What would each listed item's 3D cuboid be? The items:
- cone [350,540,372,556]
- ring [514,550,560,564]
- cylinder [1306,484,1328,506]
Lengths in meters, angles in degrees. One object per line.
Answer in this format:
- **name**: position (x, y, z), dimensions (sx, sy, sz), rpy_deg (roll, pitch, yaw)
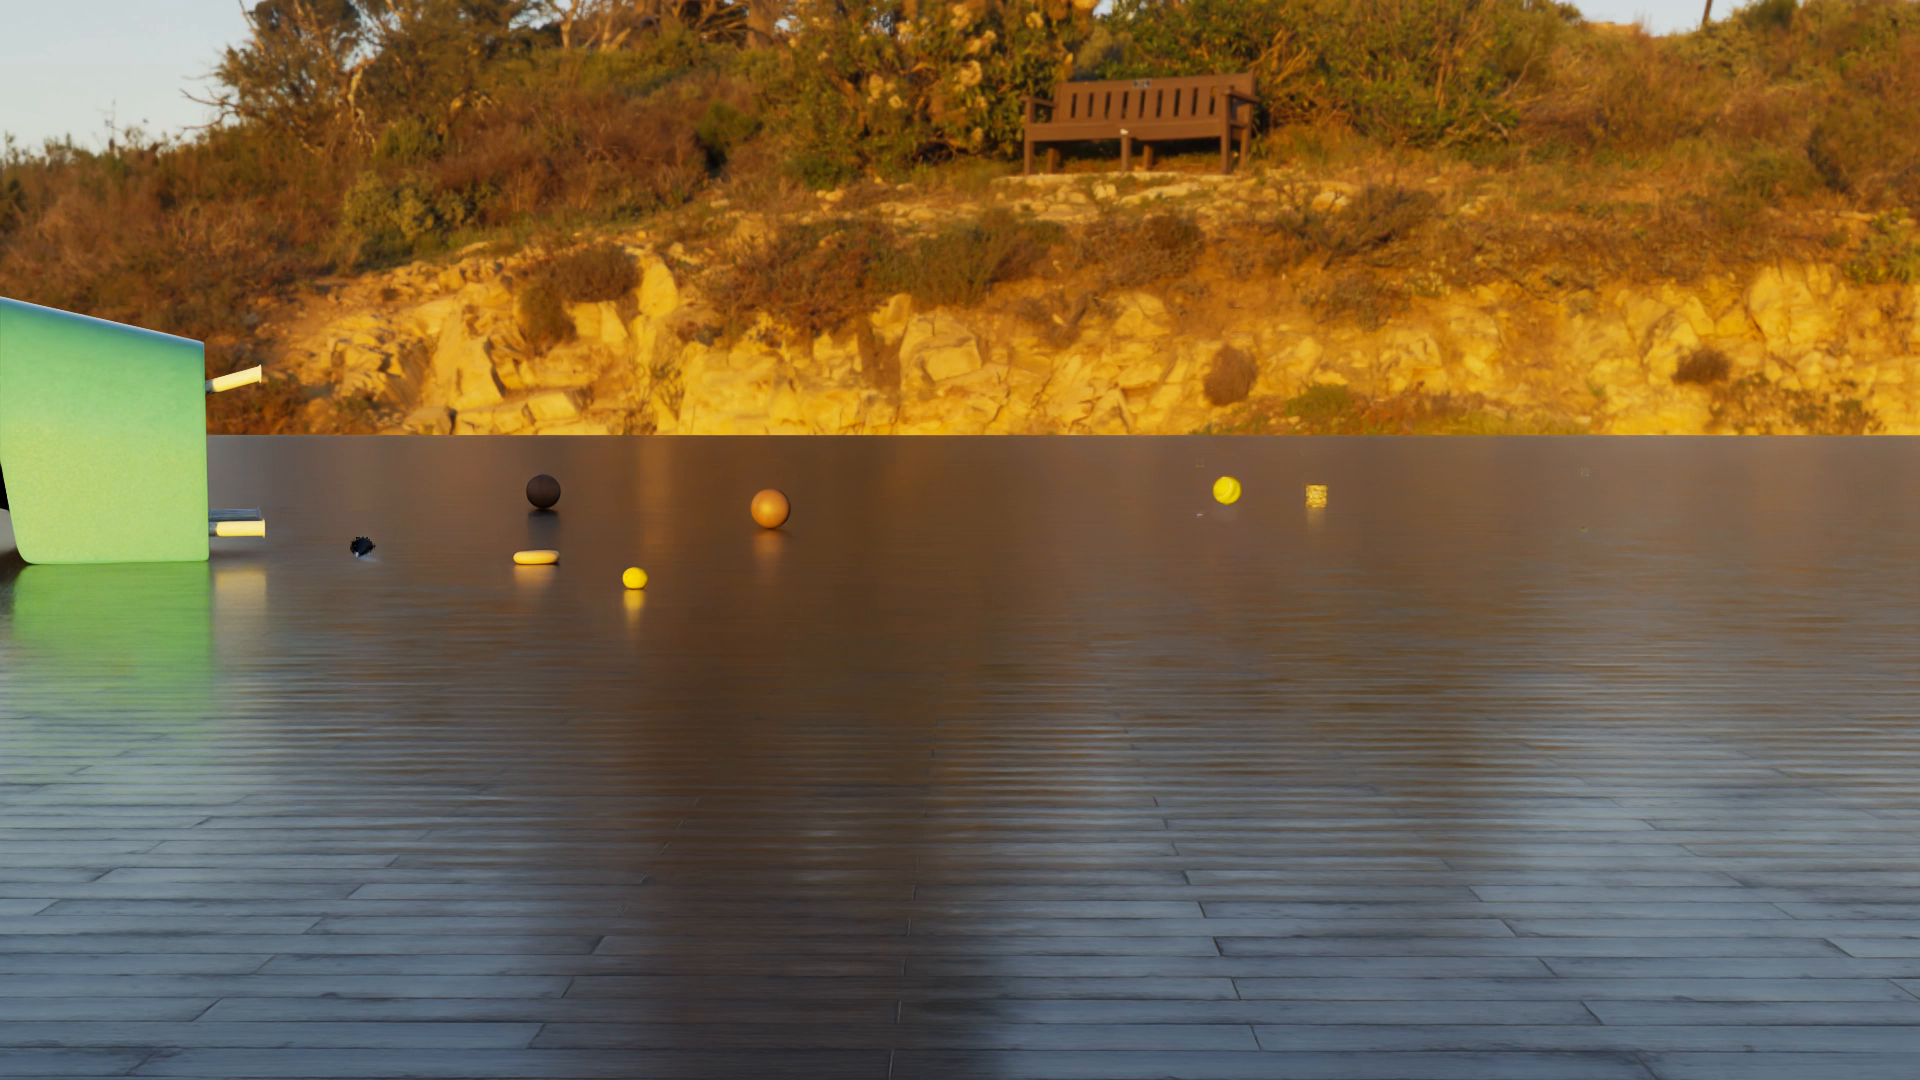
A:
- **cone**: position (-1.614, 0.032, 5.904), dimensions (0.068, 0.050, 0.047), rpy_deg (-20, 30, 16)
- **ring**: position (-1.090, 0.044, 5.670), dimensions (0.093, 0.032, 0.131), rpy_deg (2, 4, 45)
- **cylinder**: position (1.367, -0.170, 8.429), dimensions (0.080, 0.082, 0.090), rpy_deg (2, 4, 25)
